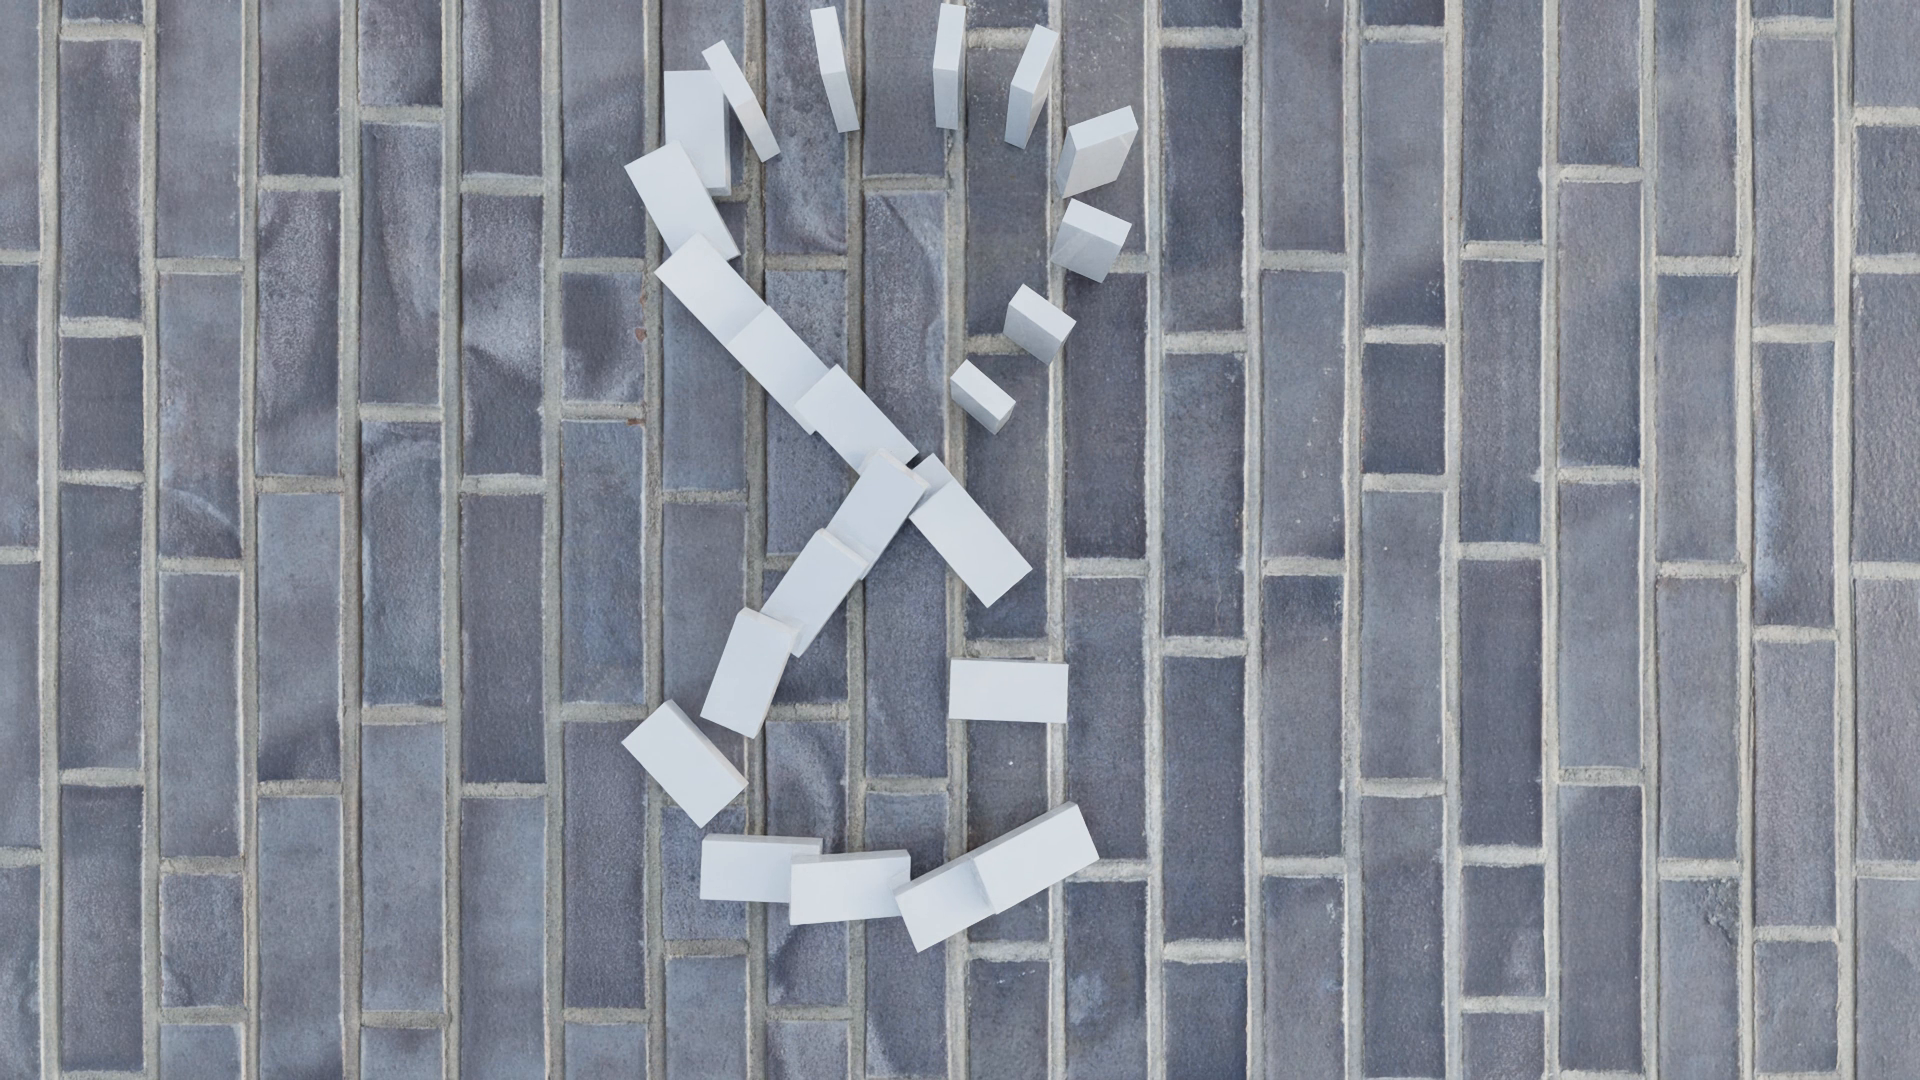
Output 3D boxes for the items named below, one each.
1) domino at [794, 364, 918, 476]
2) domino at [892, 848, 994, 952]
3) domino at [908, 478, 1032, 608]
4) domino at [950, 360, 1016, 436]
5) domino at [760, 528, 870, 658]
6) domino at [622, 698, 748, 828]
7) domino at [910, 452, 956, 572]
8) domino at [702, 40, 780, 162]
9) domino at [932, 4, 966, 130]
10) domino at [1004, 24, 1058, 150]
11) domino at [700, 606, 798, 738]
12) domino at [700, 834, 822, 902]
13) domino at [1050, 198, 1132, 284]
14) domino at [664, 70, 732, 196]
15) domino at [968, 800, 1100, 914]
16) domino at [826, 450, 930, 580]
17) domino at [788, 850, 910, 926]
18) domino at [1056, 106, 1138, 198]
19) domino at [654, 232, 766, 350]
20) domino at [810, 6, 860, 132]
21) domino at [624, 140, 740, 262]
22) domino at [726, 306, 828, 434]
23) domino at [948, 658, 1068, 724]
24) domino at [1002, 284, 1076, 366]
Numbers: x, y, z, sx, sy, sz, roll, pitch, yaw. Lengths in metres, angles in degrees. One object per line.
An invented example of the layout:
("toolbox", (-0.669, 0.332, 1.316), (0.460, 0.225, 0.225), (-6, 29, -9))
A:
("domino", (-0.044, -0.047, 0.389), (0.025, 0.009, 0.050), (-43, 105, 0))
("domino", (-0.001, 0.151, 0.390), (0.050, 0.010, 0.025), (-22, 90, -13))
("domino", (0.004, 0.001, 0.386), (0.025, 0.010, 0.050), (-41, 90, 0))
("domino", (0.009, -0.057, 0.375), (0.025, 0.050, 0.009), (41, 90, 0))
("domino", (-0.064, 0.023, 0.389), (0.025, 0.010, 0.050), (37, 104, 0))
("domino", (-0.118, 0.096, 0.395), (0.025, 0.010, 0.050), (-43, 90, 0))
("domino", (-0.005, -0.010, 0.395), (0.025, 0.010, 0.050), (-40, 90, 0))
("domino", (-0.088, -0.178, 0.375), (0.010, 0.050, 0.025), (-30, 90, 0))
("domino", (-0.004, -0.192, 0.375), (0.009, 0.050, 0.025), (7, 90, 0))
("domino", (0.029, -0.184, 0.375), (0.009, 0.050, 0.025), (23, 90, 0))
("domino", (-0.089, 0.057, 0.390), (0.025, 0.009, 0.050), (23, 103, 0))
("domino", (-0.085, 0.142, 0.395), (0.050, 0.010, 0.025), (2, 90, 0))
("domino", (0.052, -0.121, 0.375), (0.025, 0.050, 0.010), (23, 90, 0))
("domino", (-0.113, -0.175, 0.395), (0.025, 0.010, 0.050), (-1, 90, 0))
("domino", (0.031, 0.134, 0.389), (0.050, 0.009, 0.025), (-22, 90, -15))
("domino", (-0.037, -0.010, 0.387), (0.025, 0.010, 0.050), (36, 109, 0))
("domino", (-0.047, 0.147, 0.389), (0.050, 0.010, 0.025), (1, 90, -14))
("domino", (0.055, -0.157, 0.375), (0.025, 0.050, 0.009), (-19, 90, 0))
("domino", (-0.102, -0.102, 0.389), (0.025, 0.009, 0.050), (-43, 106, 0))
("domino", (-0.050, -0.191, 0.375), (0.010, 0.050, 0.025), (-10, 90, 0))
("domino", (-0.117, -0.139, 0.388), (0.025, 0.009, 0.050), (-26, 107, 2))
("domino", (-0.072, -0.072, 0.390), (0.025, 0.009, 0.050), (-43, 103, 0))
("domino", (0.021, 0.065, 0.395), (0.050, 0.010, 0.025), (2, 90, 0))
("domino", (0.032, -0.087, 0.375), (0.025, 0.050, 0.009), (36, 90, 0))
